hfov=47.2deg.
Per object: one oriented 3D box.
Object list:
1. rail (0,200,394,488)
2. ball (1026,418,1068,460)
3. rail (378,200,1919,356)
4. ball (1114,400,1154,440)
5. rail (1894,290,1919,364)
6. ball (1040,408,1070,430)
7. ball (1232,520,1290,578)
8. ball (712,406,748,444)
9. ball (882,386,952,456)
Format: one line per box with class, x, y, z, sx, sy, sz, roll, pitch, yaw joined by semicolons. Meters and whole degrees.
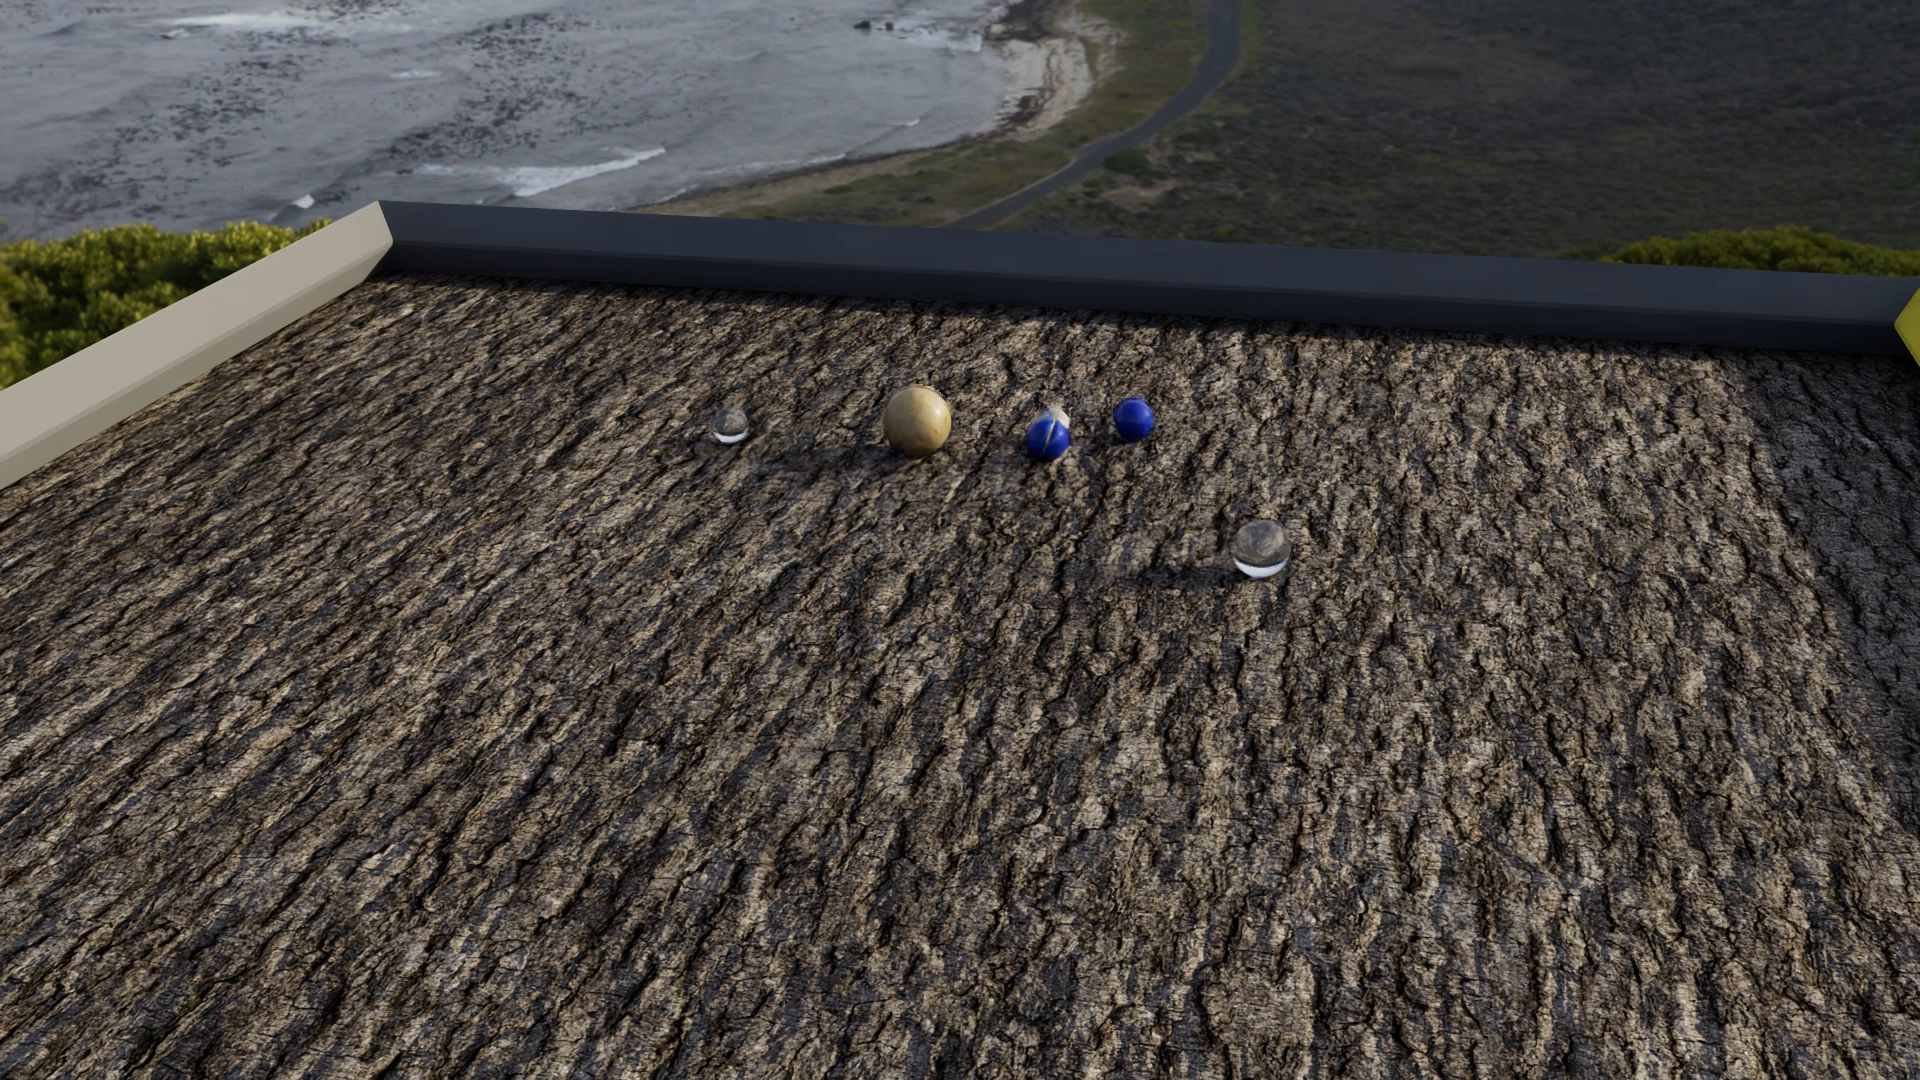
rail;-1.454;0.287;1.819;0.045;0.122;4.497;4;22;11
ball;0.118;-0.135;2.957;0.058;0.058;0.058;0;22;0
rail;0.225;-0.431;3.602;2.550;0.122;0.045;4;22;11
ball;0.240;-0.166;3.035;0.056;0.056;0.056;0;22;0
rail;0.995;0.478;1.345;0.045;0.122;4.497;4;22;11
ball;0.130;-0.160;3.036;0.044;0.044;0.044;0;22;0
ball;0.353;0.011;2.580;0.069;0.069;0.069;0;22;0
ball;-0.316;-0.158;3.021;0.051;0.051;0.051;0;22;0
ball;-0.058;-0.160;2.969;0.094;0.094;0.094;0;22;0
